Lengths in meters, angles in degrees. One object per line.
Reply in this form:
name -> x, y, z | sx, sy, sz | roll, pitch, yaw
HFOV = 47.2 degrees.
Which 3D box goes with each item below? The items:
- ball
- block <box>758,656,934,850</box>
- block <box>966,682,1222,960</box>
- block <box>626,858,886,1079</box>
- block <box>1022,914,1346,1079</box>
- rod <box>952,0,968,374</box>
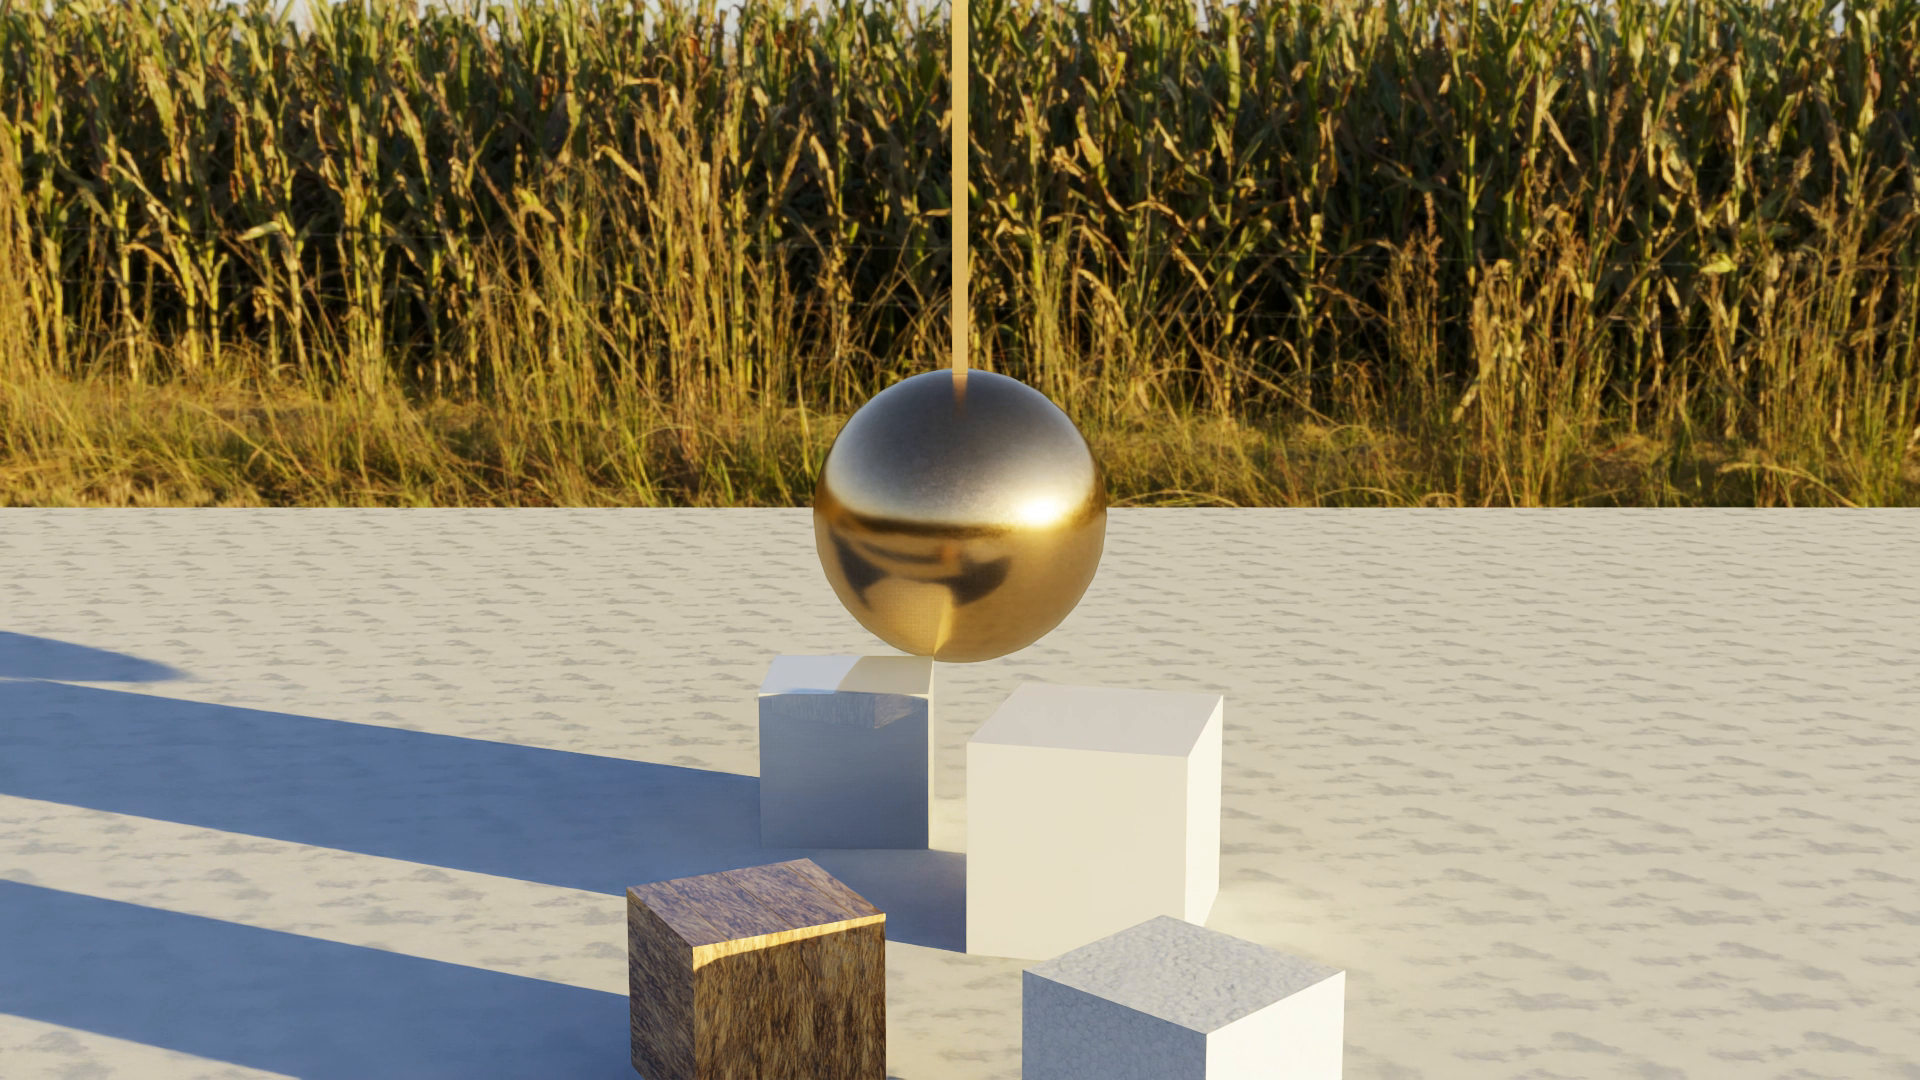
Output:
ball -> 0.000, -0.132, 11.942 | 1.600, 1.600, 1.600 | 0, 10, 0
block -> -0.570, 1.083, 11.371 | 0.842, 0.800, 0.827 | 0, 10, 1
block -> 0.627, 1.265, 9.938 | 0.957, 0.955, 1.095 | 3, 11, 14
block -> -0.769, 1.693, 8.252 | 0.745, 0.716, 0.713 | -5, 12, -27
block -> 0.737, 1.816, 7.326 | 0.768, 0.806, 0.736 | 10, 14, 43
rod -> 0.000, -3.371, 10.908 | 0.080, 5.200, 0.080 | 0, 18, 0
